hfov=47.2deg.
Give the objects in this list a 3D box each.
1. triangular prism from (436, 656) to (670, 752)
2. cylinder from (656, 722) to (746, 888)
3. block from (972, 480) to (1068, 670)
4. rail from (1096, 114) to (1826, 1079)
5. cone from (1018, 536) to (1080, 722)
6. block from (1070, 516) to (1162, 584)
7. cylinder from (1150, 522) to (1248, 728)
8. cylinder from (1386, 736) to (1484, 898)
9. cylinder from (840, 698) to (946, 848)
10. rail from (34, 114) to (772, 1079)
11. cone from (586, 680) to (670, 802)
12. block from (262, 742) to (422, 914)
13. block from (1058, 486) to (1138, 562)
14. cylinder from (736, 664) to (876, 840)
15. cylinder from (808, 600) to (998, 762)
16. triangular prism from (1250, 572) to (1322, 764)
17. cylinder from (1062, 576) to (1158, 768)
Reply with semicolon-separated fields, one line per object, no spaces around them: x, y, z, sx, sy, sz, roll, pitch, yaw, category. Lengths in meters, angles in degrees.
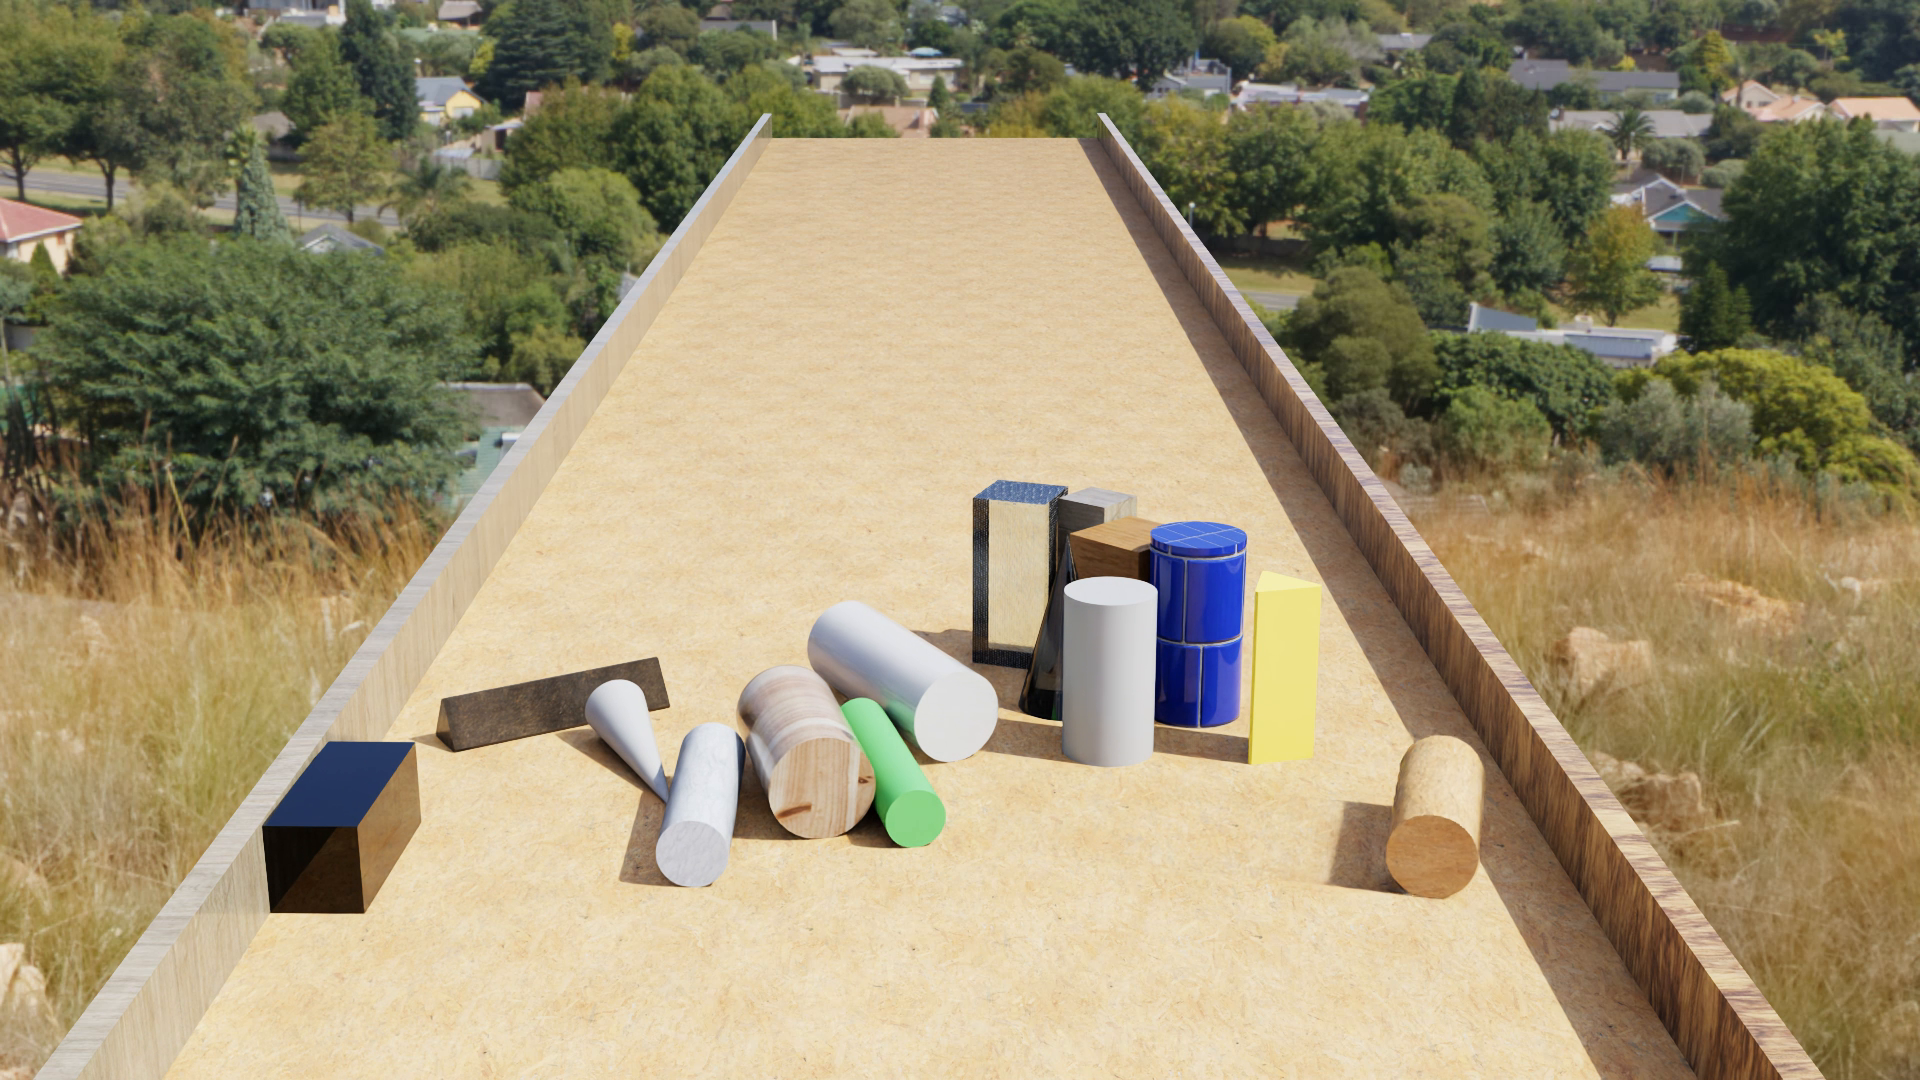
-0.753;0.295;4.077;0.423;0.086;0.099;-10;19;-31;triangular prism
-0.420;0.426;3.595;0.113;0.113;0.412;0;17;-2;cylinder
0.120;0.069;4.394;0.149;0.342;0.149;6;18;20;block
0.932;-0.844;7.801;0.050;0.150;12.000;0;17;-1;rail
0.199;0.150;4.128;0.177;0.338;0.177;0;17;0;cone
0.334;0.133;4.244;0.175;0.304;0.175;-16;23;-42;block
0.439;0.157;4.091;0.177;0.348;0.177;0;17;0;cylinder
0.762;0.437;3.514;0.138;0.138;0.335;4;17;14;cylinder
-0.126;0.390;3.741;0.100;0.100;0.432;-4;17;-14;cylinder
-1.118;-0.838;7.780;0.050;0.150;12.000;0;17;-1;rail
-0.553;0.381;3.847;0.113;0.113;0.382;-7;26;-22;cone
-0.969;0.448;3.468;0.143;0.143;0.340;0;17;1;block
0.272;0.076;4.383;0.111;0.335;0.111;13;21;37;block
-0.266;0.353;3.729;0.177;0.177;0.357;-4;17;-13;cylinder
-0.113;0.255;4.071;0.169;0.169;0.450;-9;19;-27;cylinder
0.557;0.224;3.911;0.124;0.321;0.107;-5;17;-15;triangular prism
0.265;0.233;3.914;0.164;0.301;0.164;0;17;0;cylinder
